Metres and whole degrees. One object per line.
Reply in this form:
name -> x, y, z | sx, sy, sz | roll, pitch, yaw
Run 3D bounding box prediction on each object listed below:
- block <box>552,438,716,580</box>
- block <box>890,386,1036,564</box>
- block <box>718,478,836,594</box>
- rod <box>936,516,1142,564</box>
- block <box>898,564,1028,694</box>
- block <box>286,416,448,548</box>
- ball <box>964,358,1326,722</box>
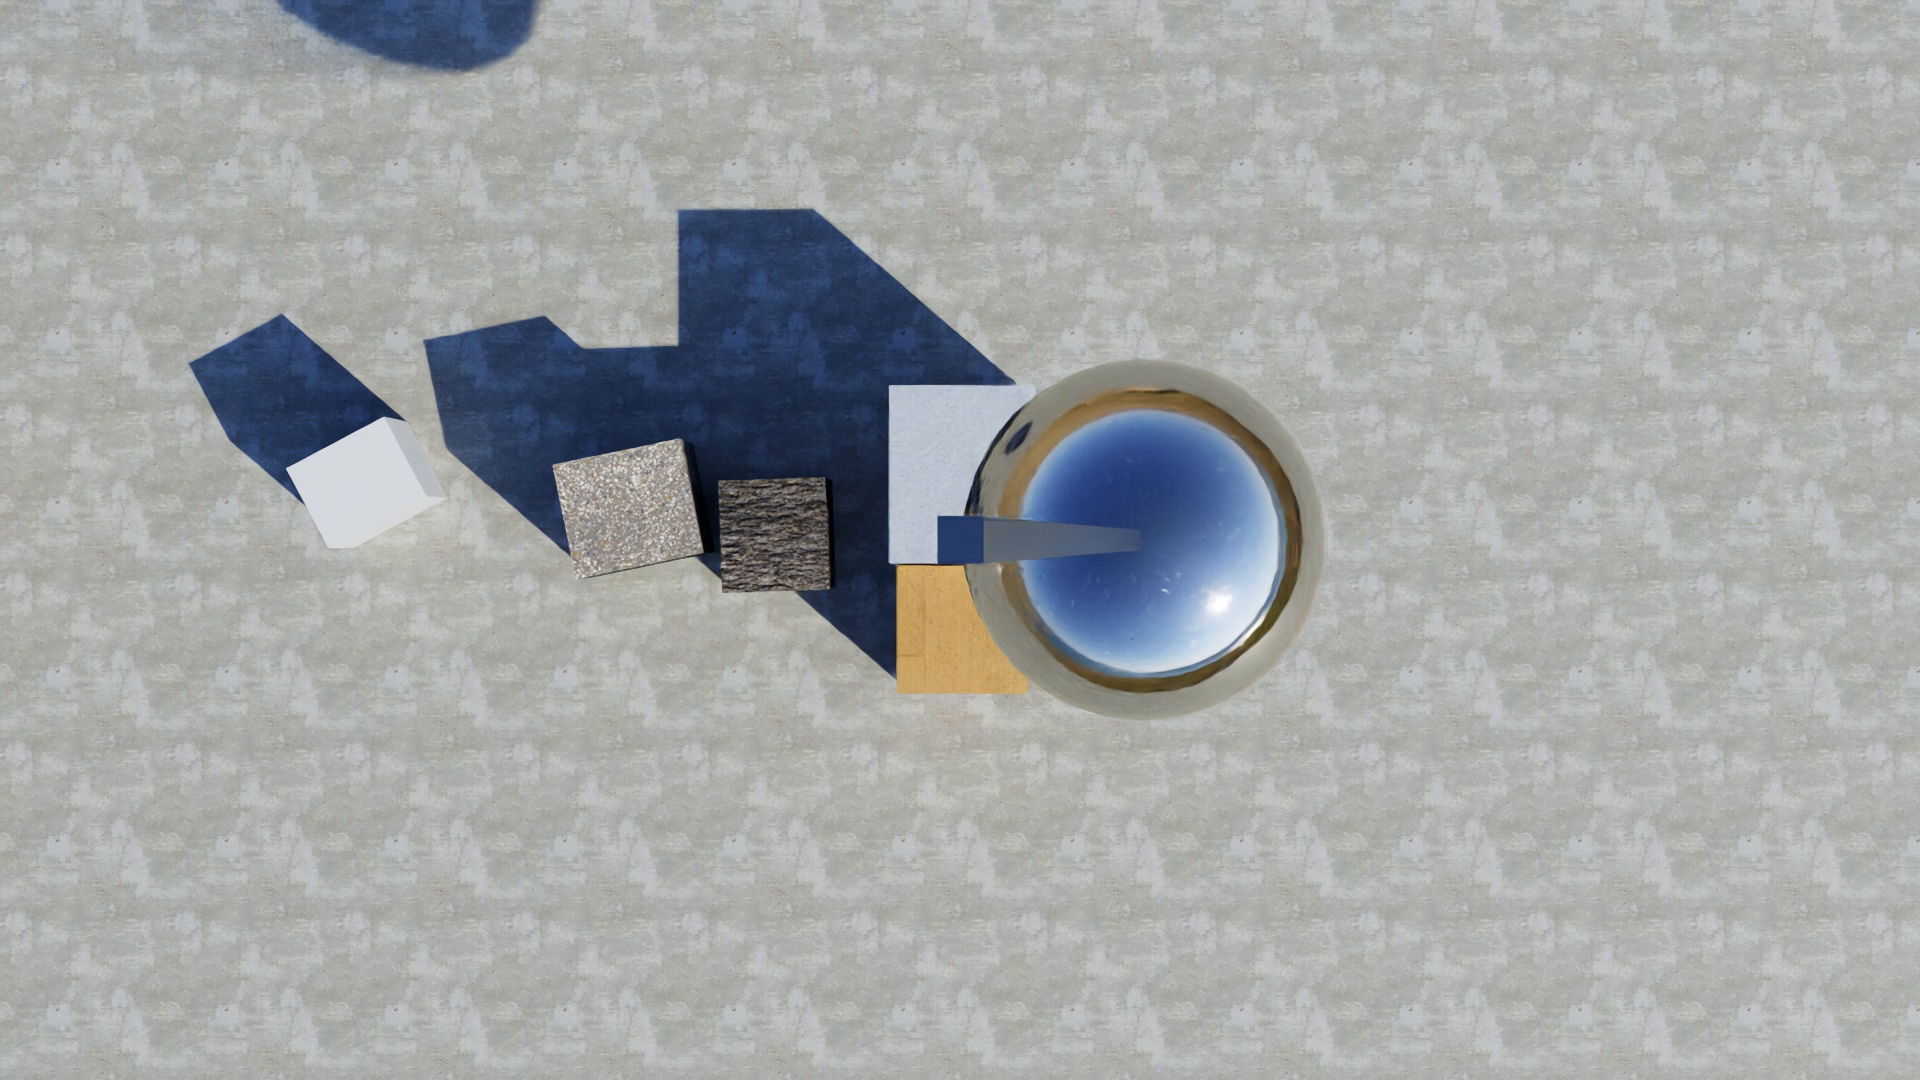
block -> -1.870, -0.176, 12.690 | 0.732, 0.619, 0.658 | -12, 90, 0
block -> 0.015, -0.360, 12.549 | 0.810, 0.902, 0.984 | 0, 90, 0
block -> -1.046, -0.027, 12.673 | 0.602, 0.653, 0.631 | -2, 90, 0
rod -> 0.349, 0.000, 6.340 | 0.080, 5.200, 0.080 | 0, 90, 8
block -> 0.012, 0.497, 12.603 | 0.723, 0.794, 0.710 | 0, 90, 0
block -> -3.426, -0.327, 12.739 | 0.628, 0.523, 0.512 | -28, 90, 0
ball -> 0.806, 0.000, 9.709 | 1.600, 1.600, 1.600 | 0, 90, 0
